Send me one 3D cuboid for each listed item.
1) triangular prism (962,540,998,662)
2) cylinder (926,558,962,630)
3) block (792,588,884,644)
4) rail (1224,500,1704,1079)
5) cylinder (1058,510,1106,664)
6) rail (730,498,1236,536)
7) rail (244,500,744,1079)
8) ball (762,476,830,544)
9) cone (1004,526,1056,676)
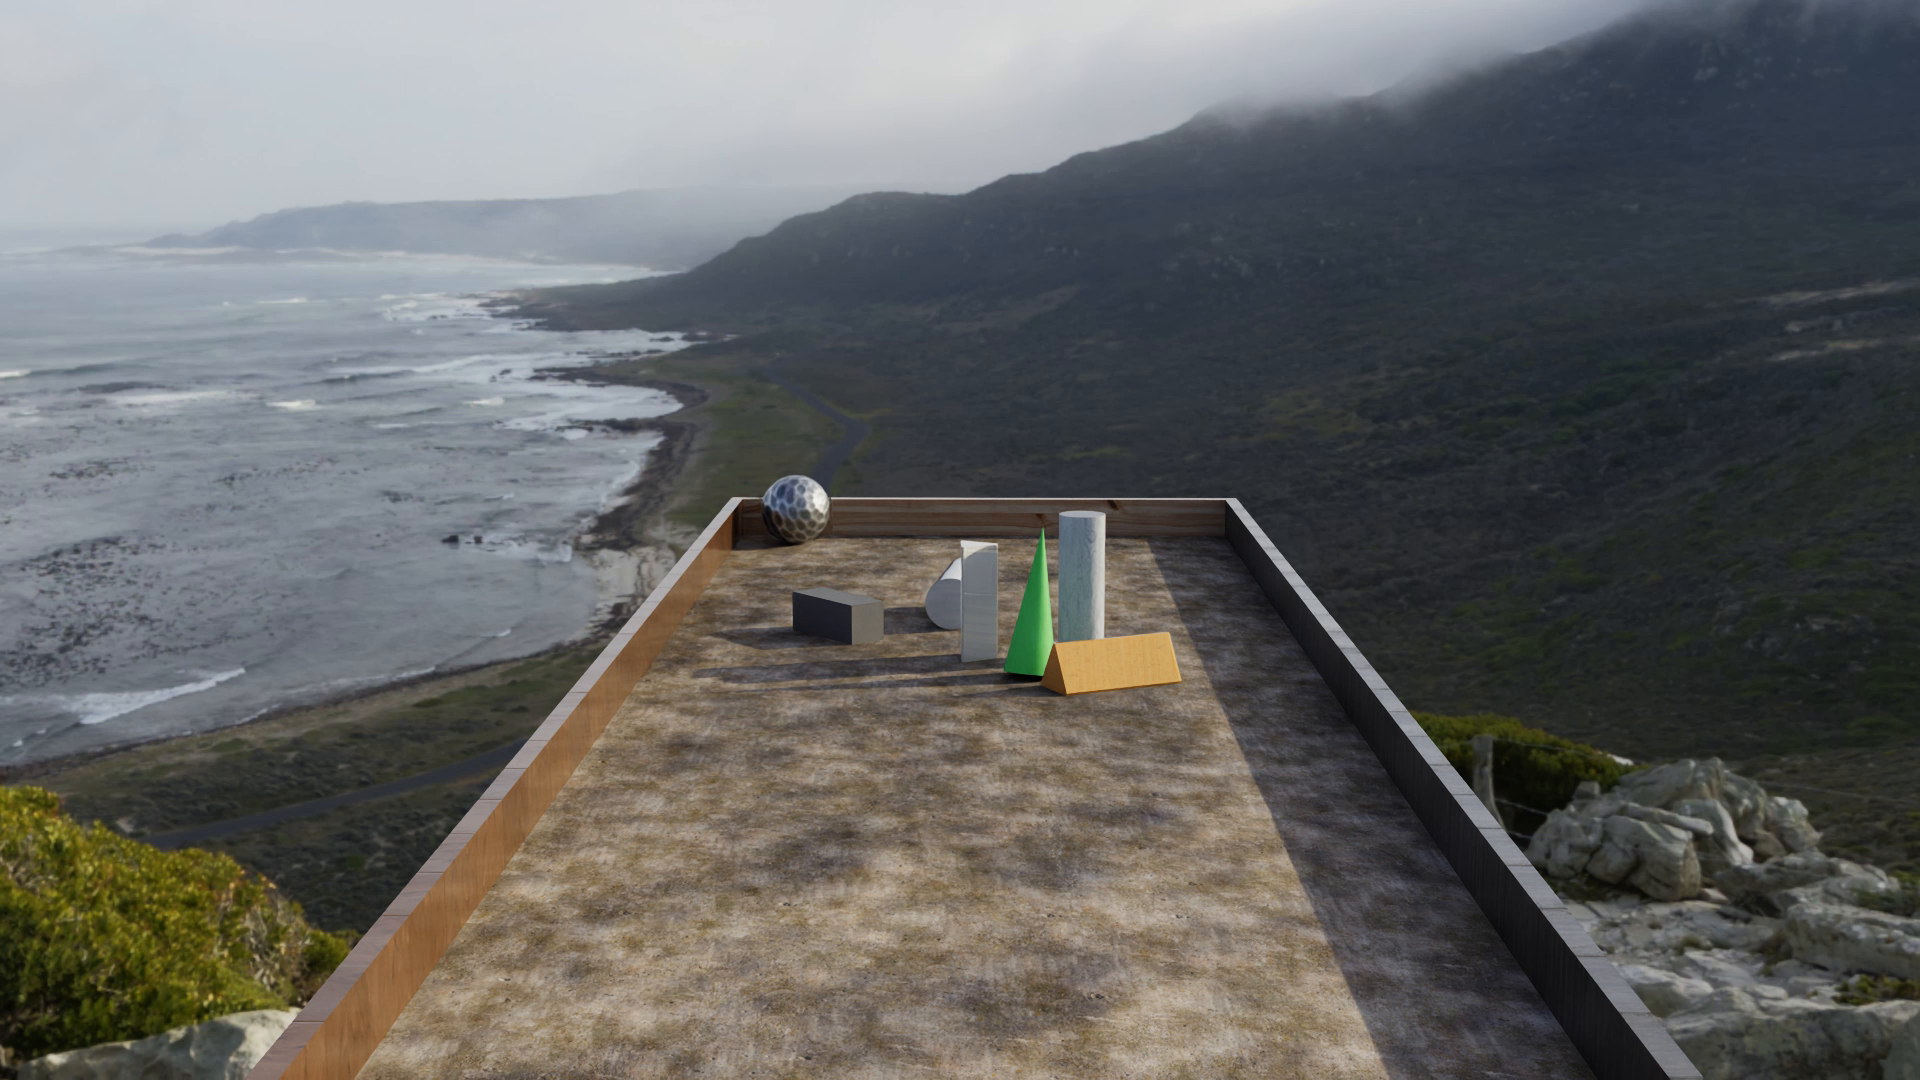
[{"bbox_3d":[0.033,0.184,6.719,0.126,0.354,0.109,-5,10,-31],"label":"triangular prism"},{"bbox_3d":[-0.003,0.176,7.358,0.170,0.170,0.418,1,9,7],"label":"cylinder"},{"bbox_3d":[-0.394,0.242,7.078,0.126,0.126,0.323,-7,12,-39],"label":"block"},{"bbox_3d":[1.046,0.843,3.208,0.050,0.150,12.000,0,9,1],"label":"rail"},{"bbox_3d":[0.370,0.142,6.690,0.141,0.446,0.141,0,9,0],"label":"cylinder"},{"bbox_3d":[0.099,-0.098,9.147,2.100,0.150,0.050,0,9,1],"label":"rail"},{"bbox_3d":[-1.004,0.839,3.234,0.050,0.150,12.000,0,9,1],"label":"rail"},{"bbox_3d":[-0.665,-0.124,8.905,0.278,0.278,0.278,0,9,0],"label":"ball"},{"bbox_3d":[0.225,0.173,6.461,0.157,0.436,0.157,5,1,0],"label":"cone"}]
